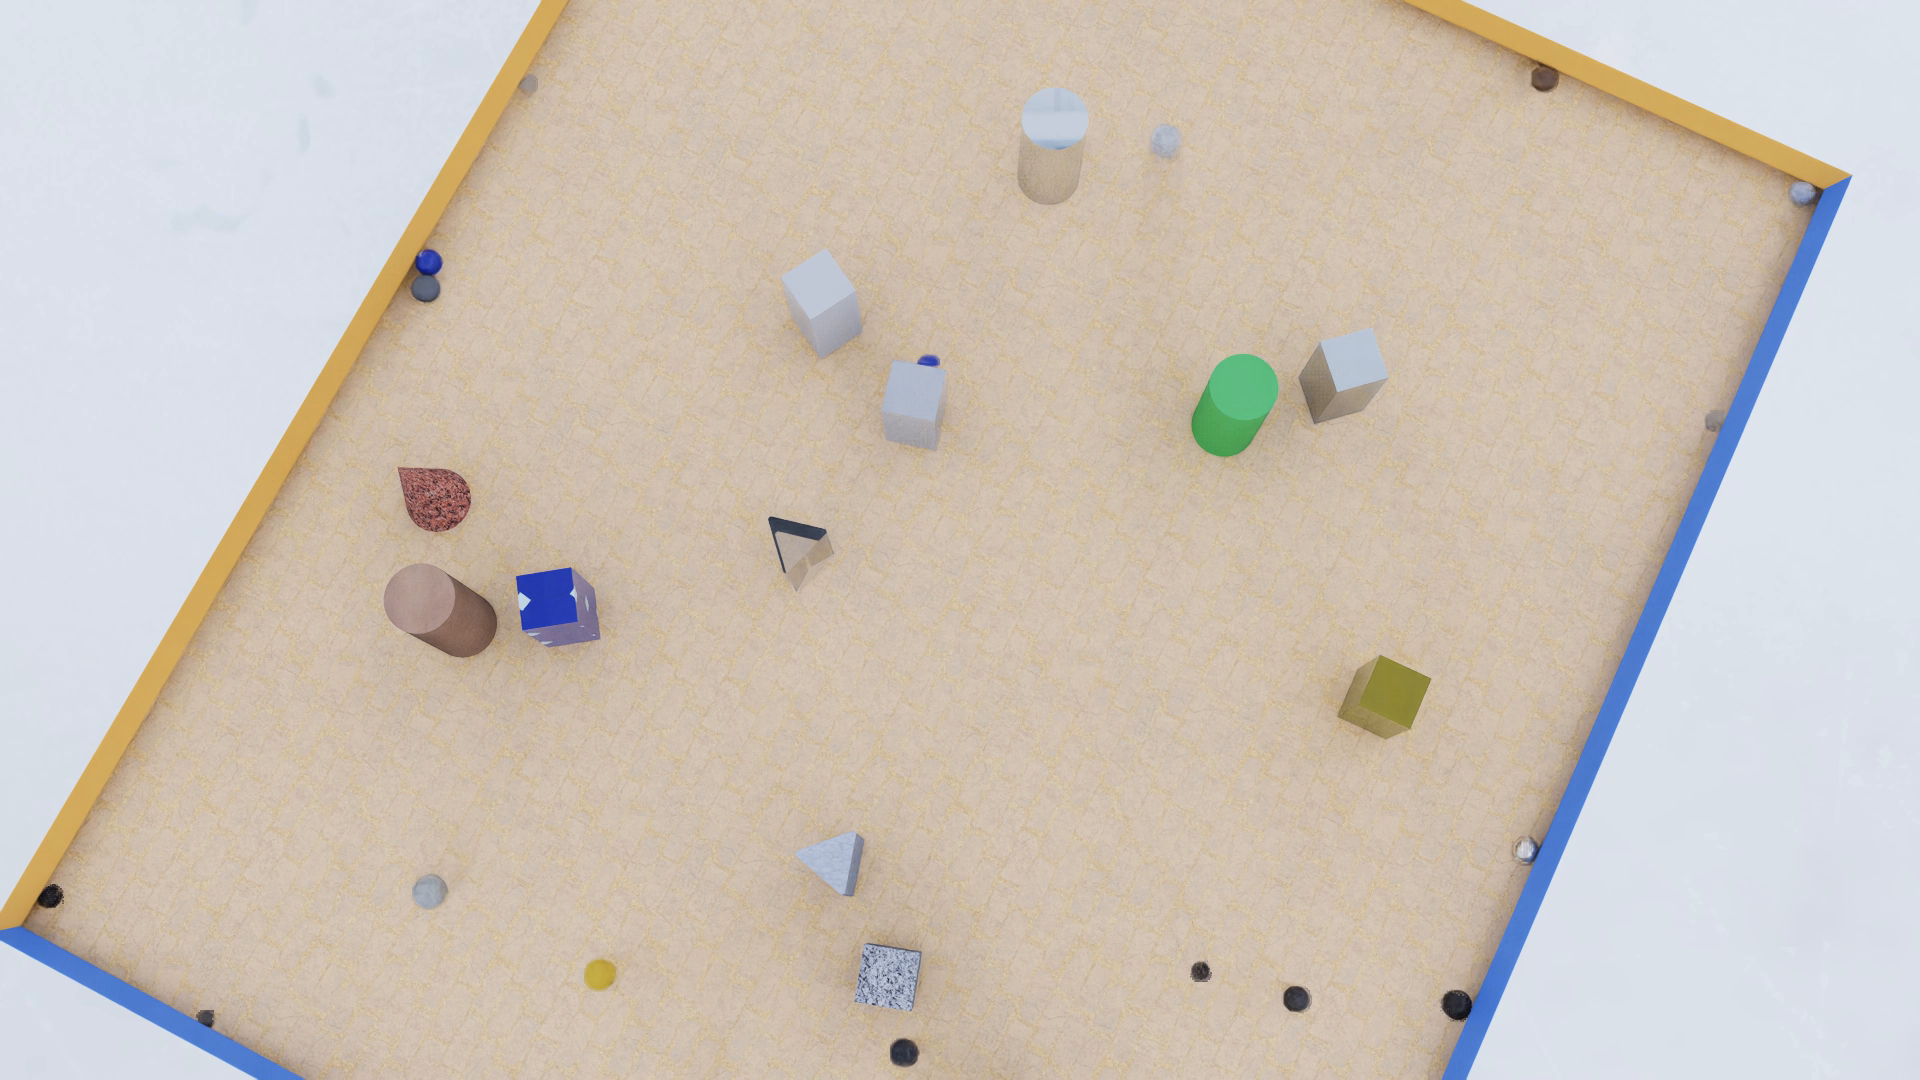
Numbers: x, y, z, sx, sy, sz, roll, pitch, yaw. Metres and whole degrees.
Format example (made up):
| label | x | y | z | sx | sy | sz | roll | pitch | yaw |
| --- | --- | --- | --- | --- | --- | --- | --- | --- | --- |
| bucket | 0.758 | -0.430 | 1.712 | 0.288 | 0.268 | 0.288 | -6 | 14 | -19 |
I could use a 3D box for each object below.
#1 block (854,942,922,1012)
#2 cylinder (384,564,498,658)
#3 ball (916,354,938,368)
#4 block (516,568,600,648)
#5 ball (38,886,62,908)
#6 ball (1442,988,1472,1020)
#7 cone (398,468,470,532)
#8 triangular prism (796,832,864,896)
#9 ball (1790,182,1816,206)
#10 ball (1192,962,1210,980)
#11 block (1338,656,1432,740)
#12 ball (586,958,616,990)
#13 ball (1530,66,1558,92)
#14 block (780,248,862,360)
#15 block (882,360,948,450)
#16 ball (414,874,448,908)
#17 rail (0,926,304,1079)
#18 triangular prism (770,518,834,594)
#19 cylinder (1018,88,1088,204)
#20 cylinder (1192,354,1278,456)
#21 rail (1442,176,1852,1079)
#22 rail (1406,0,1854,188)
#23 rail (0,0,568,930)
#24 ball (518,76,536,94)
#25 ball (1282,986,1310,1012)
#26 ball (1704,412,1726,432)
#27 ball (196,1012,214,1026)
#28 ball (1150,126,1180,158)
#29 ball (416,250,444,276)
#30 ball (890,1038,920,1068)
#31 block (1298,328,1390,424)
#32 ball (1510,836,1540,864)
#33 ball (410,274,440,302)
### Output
| label | x | y | z | sx | sy | sz | roll | pitch | yaw |
| --- | --- | --- | --- | --- | --- | --- | --- | --- | --- |
| block | -0.202 | 1.243 | 5.223 | 0.160 | 0.266 | 0.160 | 9 | 78 | 2 |
| cylinder | -1.505 | 0.210 | 5.332 | 0.200 | 0.472 | 0.200 | 0 | 78 | 0 |
| ball | -0.101 | -0.543 | 5.694 | 0.069 | 0.069 | 0.069 | 0 | 78 | 0 |
| block | -1.181 | 0.202 | 5.402 | 0.160 | 0.339 | 0.160 | -9 | 78 | -2 |
| ball | -2.665 | 1.047 | 5.367 | 0.064 | 0.064 | 0.064 | 0 | 78 | 0 |
| ball | 1.435 | 1.342 | 5.295 | 0.087 | 0.087 | 0.087 | 0 | 78 | 0 |
| cone | -1.605 | -0.165 | 5.435 | 0.200 | 0.423 | 0.200 | 0 | 78 | 0 |
| triangular prism | -0.335 | 0.896 | 5.208 | 0.173 | 0.436 | 0.150 | 40 | 81 | 8 |
| ball | 2.670 | -1.096 | 5.805 | 0.075 | 0.075 | 0.075 | 0 | 78 | 0 |
| ball | 0.700 | 1.254 | 5.330 | 0.053 | 0.053 | 0.053 | 0 | 78 | 0 |
| block | 1.239 | 0.463 | 5.365 | 0.160 | 0.305 | 0.160 | 25 | 79 | 5 |
| ball | -1.041 | 1.259 | 5.311 | 0.089 | 0.089 | 0.089 | 0 | 78 | 0 |
| ball | 1.874 | -1.481 | 5.882 | 0.081 | 0.081 | 0.081 | 0 | 78 | 0 |
| block | -0.416 | -0.713 | 5.566 | 0.160 | 0.387 | 0.160 | -34 | 80 | -7 |
| block | -0.135 | -0.403 | 5.527 | 0.160 | 0.340 | 0.160 | 12 | 79 | 2 |
| ball | -1.548 | 1.025 | 5.355 | 0.096 | 0.096 | 0.096 | 0 | 78 | 0 |
| rail | -1.010 | 1.985 | 5.138 | 3.952 | 0.130 | 0.045 | 26 | 80 | 5 |
| triangular prism | -0.498 | 0.018 | 5.447 | 0.150 | 0.326 | 0.173 | 43 | 81 | 8 |
| cylinder | 0.282 | -1.208 | 5.648 | 0.200 | 0.428 | 0.200 | 0 | 78 | 0 |
| cylinder | 0.818 | -0.398 | 5.483 | 0.200 | 0.423 | 0.200 | 0 | 78 | 0 |
| rail | 1.746 | 0.862 | 5.371 | 0.045 | 0.130 | 4.565 | 26 | 80 | 5 |
| rail | 1.010 | -1.971 | 5.958 | 3.952 | 0.130 | 0.045 | 26 | 80 | 5 |
| rail | -1.746 | -0.848 | 5.725 | 0.045 | 0.130 | 4.565 | 26 | 80 | 5 |
| ball | -1.390 | -1.464 | 5.891 | 0.057 | 0.057 | 0.057 | 0 | 78 | 0 |
| ball | 0.972 | 1.328 | 5.303 | 0.075 | 0.075 | 0.075 | 0 | 78 | 0 |
| ball | 2.334 | -0.366 | 5.661 | 0.062 | 0.062 | 0.062 | 0 | 78 | 0 |
| ball | -2.185 | 1.388 | 5.306 | 0.046 | 0.046 | 0.046 | 0 | 78 | 0 |
| ball | 0.652 | -1.264 | 5.827 | 0.100 | 0.100 | 0.100 | 0 | 78 | 0 |
| ball | -1.665 | -0.871 | 5.754 | 0.084 | 0.084 | 0.084 | 0 | 78 | 0 |
| ball | -0.158 | 1.475 | 5.270 | 0.081 | 0.081 | 0.081 | 0 | 78 | 0 |
| block | 1.155 | -0.492 | 5.536 | 0.160 | 0.357 | 0.160 | -16 | 79 | -3 |
| ball | 1.661 | 0.910 | 5.387 | 0.081 | 0.081 | 0.081 | 0 | 78 | 0 |
| ball | -1.674 | -0.786 | 5.735 | 0.087 | 0.087 | 0.087 | 0 | 78 | 0 |
